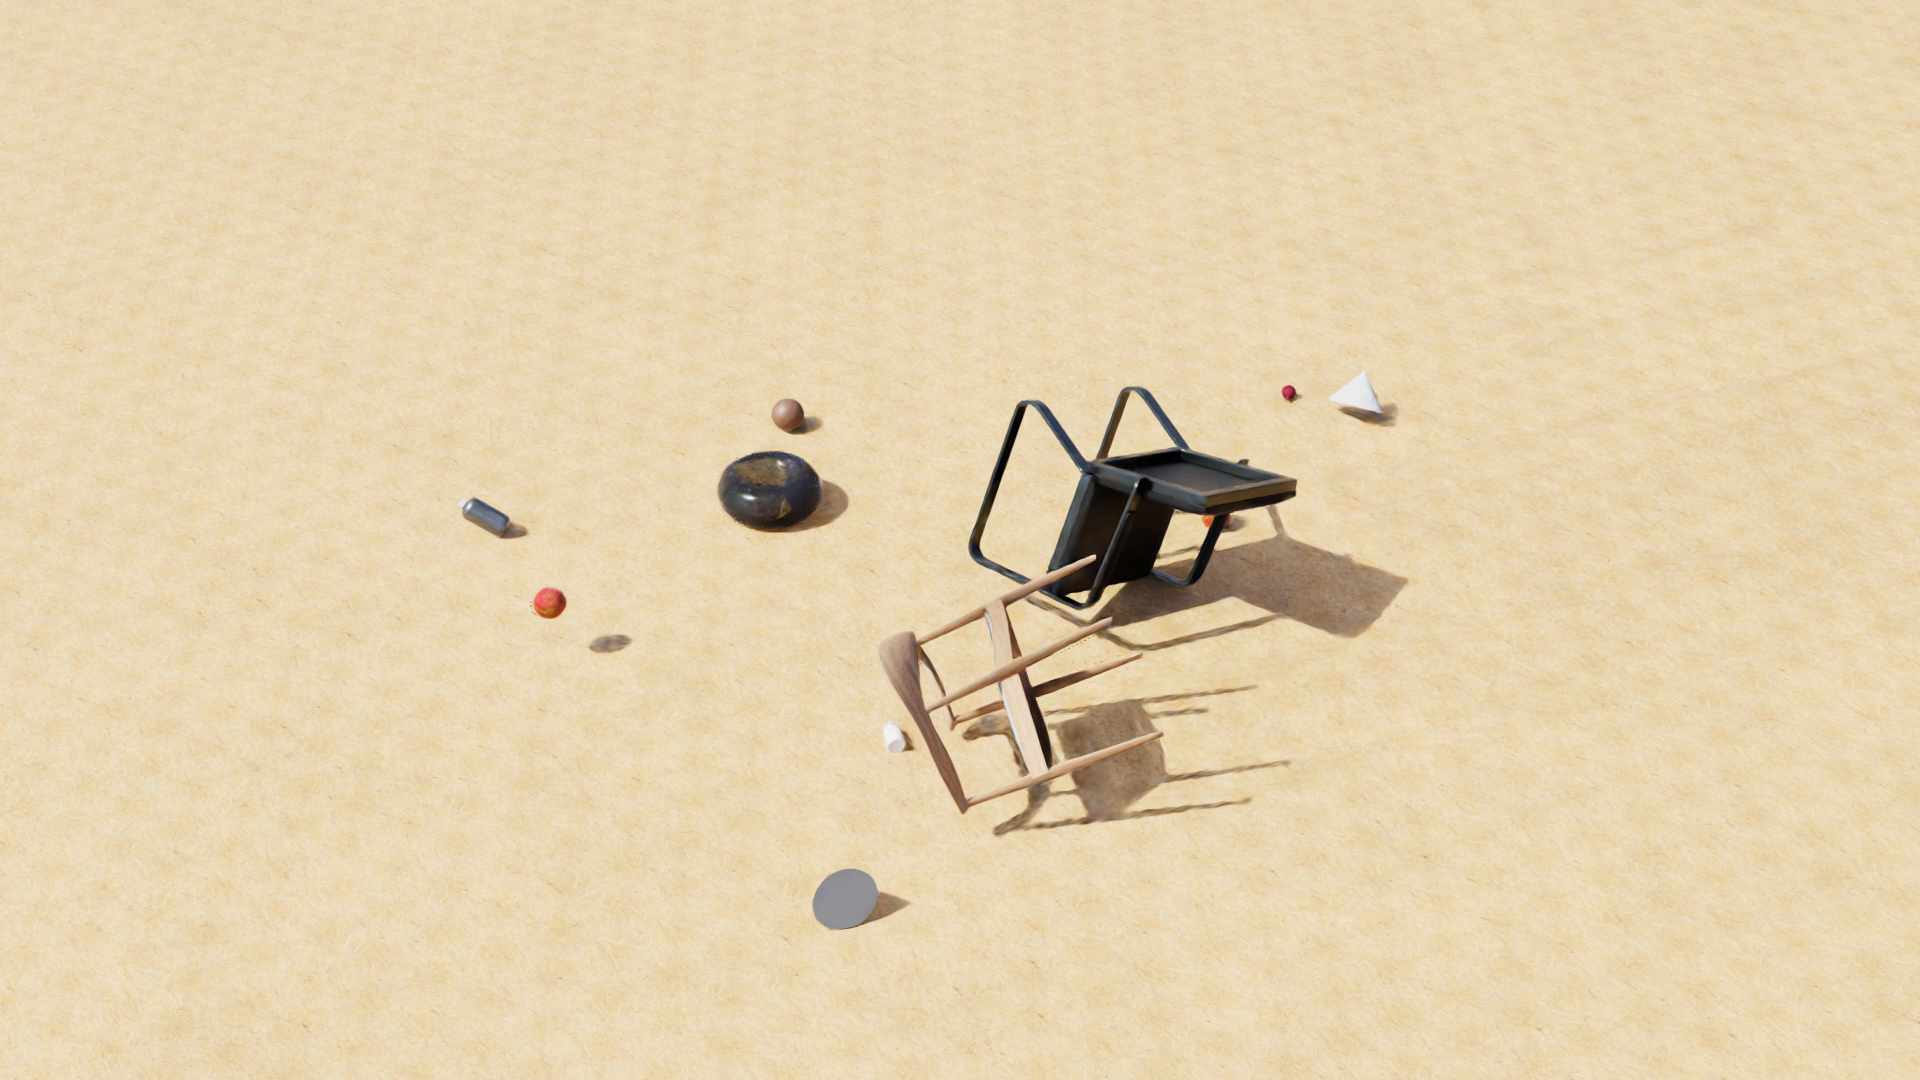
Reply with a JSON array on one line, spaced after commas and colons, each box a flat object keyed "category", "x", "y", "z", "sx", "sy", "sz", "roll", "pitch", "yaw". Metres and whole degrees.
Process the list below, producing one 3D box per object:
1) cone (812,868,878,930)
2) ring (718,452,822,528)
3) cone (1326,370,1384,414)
[{"category": "cone", "x": -0.388, "y": 1.088, "z": 9.210, "sx": 0.214, "sy": 0.188, "sz": 0.256, "roll": -37, "pitch": 18, "yaw": -5}, {"category": "ring", "x": -0.718, "y": -0.190, "z": 11.085, "sx": 0.387, "sy": 0.165, "sz": 0.402, "roll": -29, "pitch": 42, "yaw": -35}, {"category": "cone", "x": 1.587, "y": -0.601, "z": 11.629, "sx": 0.245, "sy": 0.147, "sz": 0.151, "roll": 17, "pitch": 5, "yaw": 28}]
